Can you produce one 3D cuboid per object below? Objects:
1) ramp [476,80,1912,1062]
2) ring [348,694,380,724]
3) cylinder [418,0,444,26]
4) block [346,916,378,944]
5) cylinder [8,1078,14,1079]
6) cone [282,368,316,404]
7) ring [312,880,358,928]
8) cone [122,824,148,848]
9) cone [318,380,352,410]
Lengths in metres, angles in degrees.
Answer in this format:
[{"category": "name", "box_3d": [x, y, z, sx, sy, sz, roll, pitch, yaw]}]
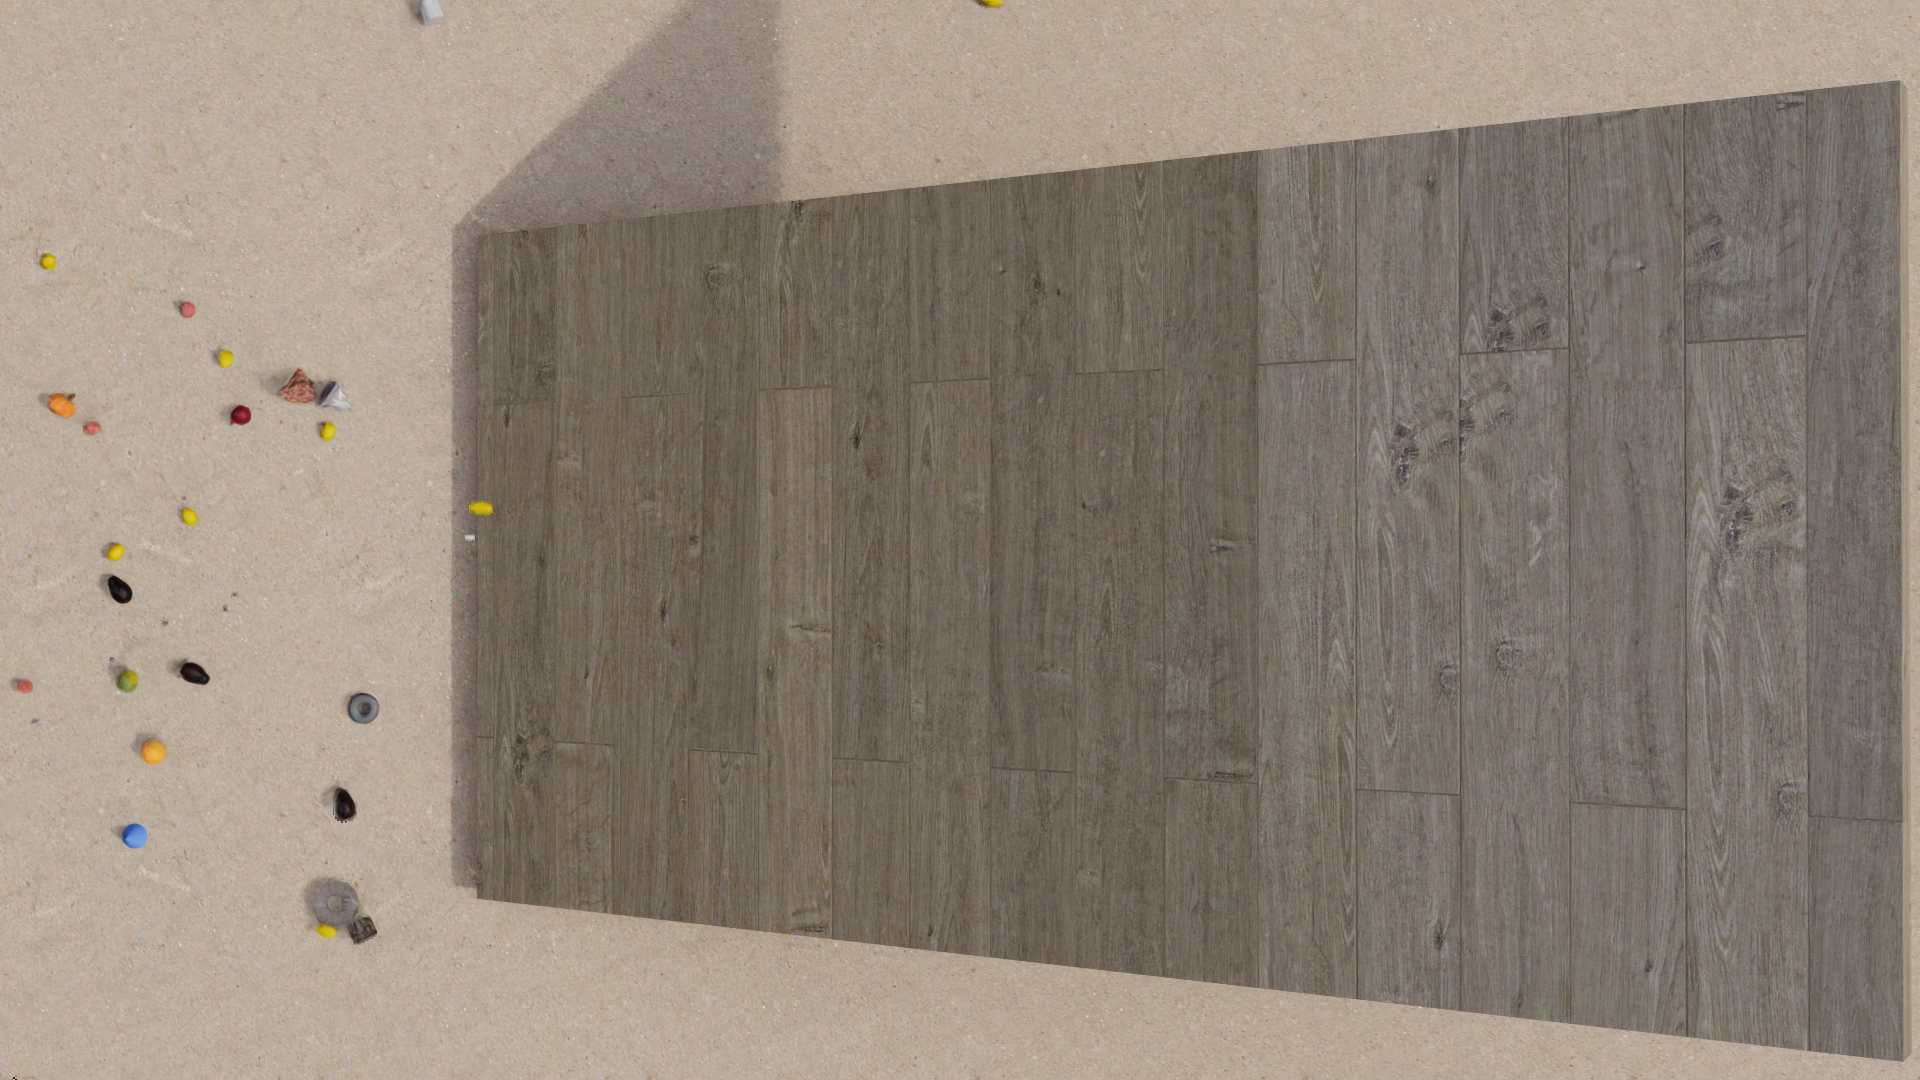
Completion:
[{"category": "ramp", "box_3d": [0.259, 0.071, 5.597, 4.000, 0.100, 2.000, 0, 89, 33]}, {"category": "ring", "box_3d": [-1.815, 0.513, 6.695, 0.094, 0.031, 0.094, 0, 89, -1]}, {"category": "cylinder", "box_3d": [-1.611, -1.608, 6.699, 0.060, 0.060, 0.060, -22, 90, 0]}, {"category": "block", "box_3d": [-1.815, 1.183, 6.675, 0.060, 0.060, 0.060, -24, 90, 0]}, {"category": "cylinder", "box_3d": [-2.892, 1.670, 6.670, 0.060, 0.060, 0.060, -27, 90, -19]}, {"category": "cone", "box_3d": [-2.014, -0.485, 6.697, 0.099, 0.099, 0.099, -8, 63, 0]}, {"category": "ring", "box_3d": [-1.898, 1.105, 6.682, 0.143, 0.048, 0.143, 0, 88, 0]}, {"category": "cone", "box_3d": [-2.517, 0.903, 6.668, 0.077, 0.077, 0.077, 0, 89, 0]}, {"category": "cone", "box_3d": [-1.889, -0.421, 6.697, 0.095, 0.095, 0.095, 37, 90, -26]}]
